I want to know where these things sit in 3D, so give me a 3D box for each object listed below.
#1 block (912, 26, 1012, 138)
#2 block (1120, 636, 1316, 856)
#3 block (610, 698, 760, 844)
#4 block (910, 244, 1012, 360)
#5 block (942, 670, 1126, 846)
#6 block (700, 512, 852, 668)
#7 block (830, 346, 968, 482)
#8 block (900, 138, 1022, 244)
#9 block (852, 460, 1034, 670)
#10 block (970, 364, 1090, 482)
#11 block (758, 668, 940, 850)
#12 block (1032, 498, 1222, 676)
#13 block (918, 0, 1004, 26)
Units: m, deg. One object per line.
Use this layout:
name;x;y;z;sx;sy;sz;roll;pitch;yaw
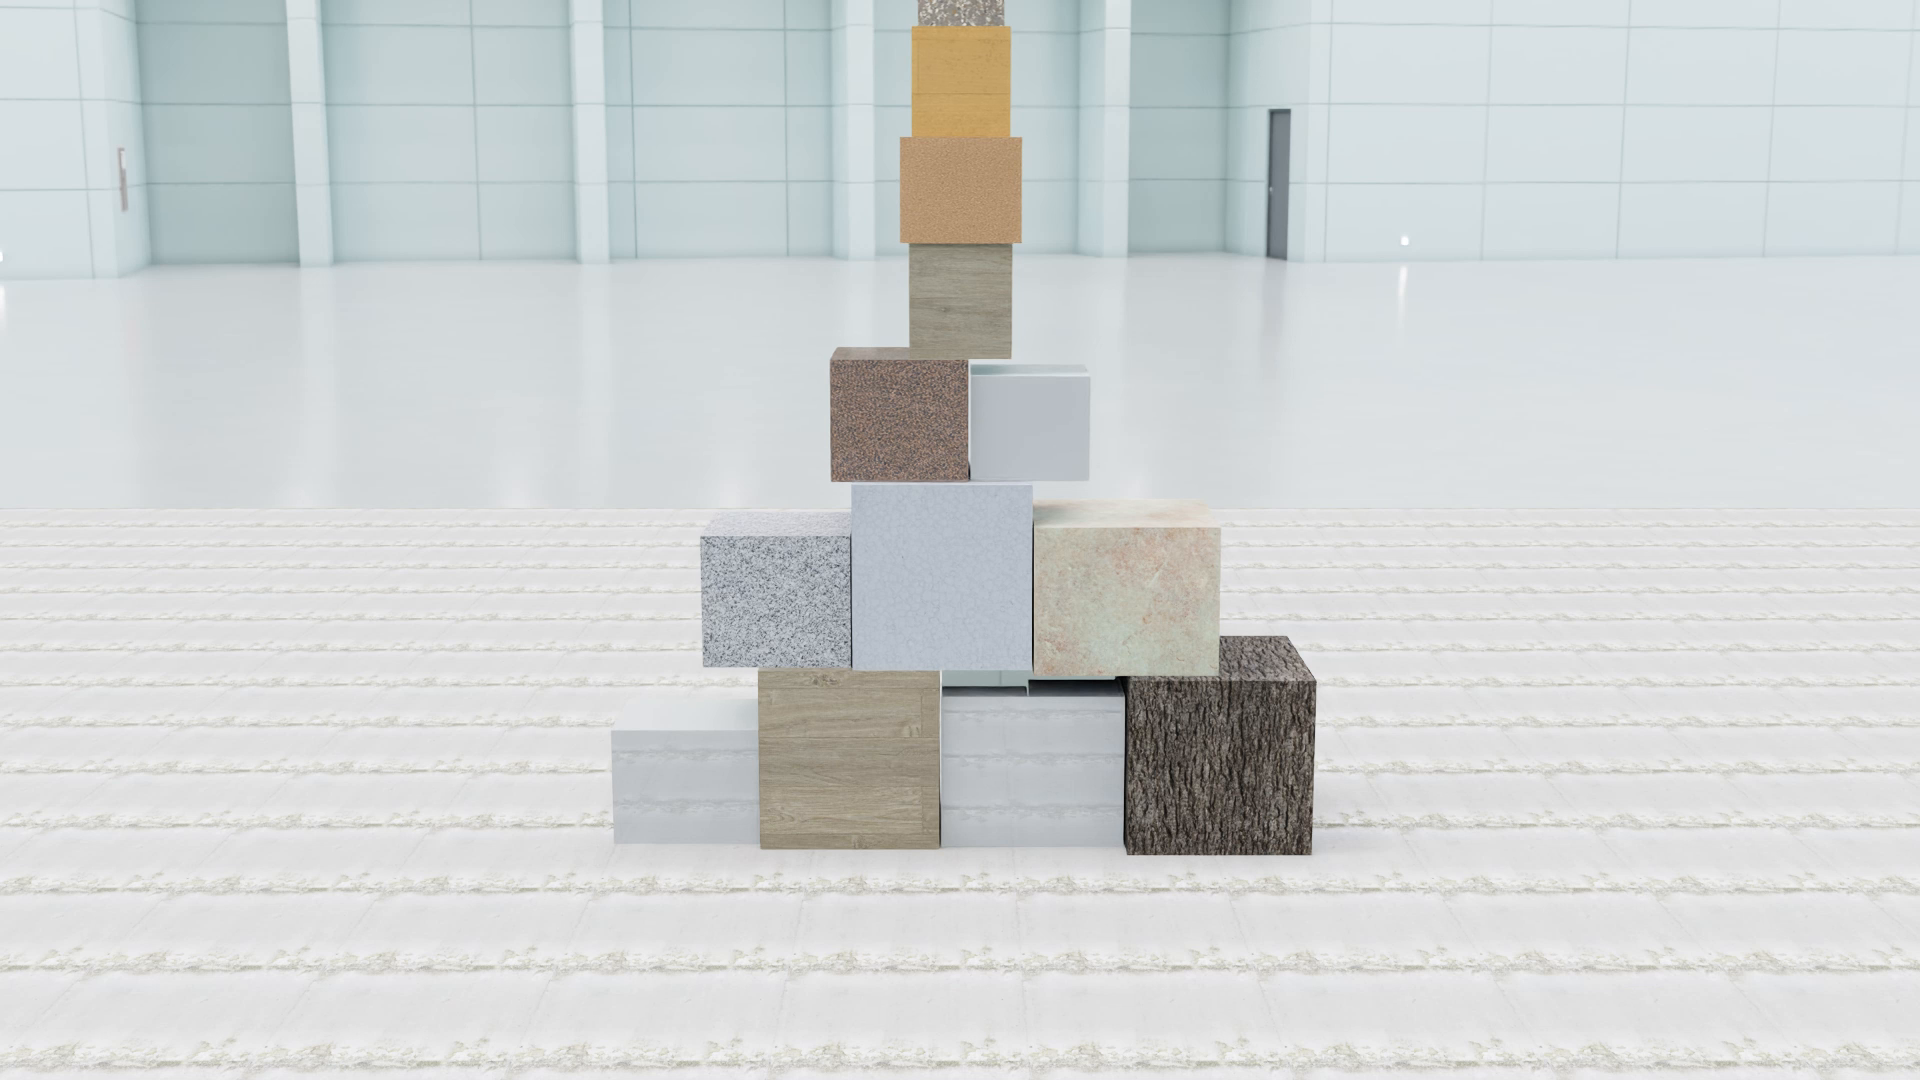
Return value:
block;0.006;-2.236;10.762;0.476;0.520;0.475;0;10;0
block;1.291;1.040;11.351;0.917;0.892;1.004;0;10;0
block;-1.380;1.188;11.378;0.739;0.592;0.634;0;10;0
block;0.004;-1.207;10.941;0.500;0.561;0.564;0;10;0
block;0.364;1.092;11.395;0.916;0.775;0.792;0;10;0
block;-0.911;0.244;11.230;0.738;0.664;0.710;0;10;0
block;-0.296;-0.640;11.072;0.676;0.603;0.672;0;10;0
block;0.005;-1.732;10.852;0.585;0.503;0.626;0;10;0
block;-0.088;0.115;11.205;0.887;0.928;0.819;0;10;0
block;0.345;-0.597;11.078;0.587;0.519;0.588;0;10;0
block;-0.552;1.026;11.355;0.896;0.919;0.833;0;10;0
block;0.821;0.228;11.242;0.915;0.745;0.868;0;10;0
block;0.007;-2.718;10.702;0.414;0.451;0.492;0;10;0
